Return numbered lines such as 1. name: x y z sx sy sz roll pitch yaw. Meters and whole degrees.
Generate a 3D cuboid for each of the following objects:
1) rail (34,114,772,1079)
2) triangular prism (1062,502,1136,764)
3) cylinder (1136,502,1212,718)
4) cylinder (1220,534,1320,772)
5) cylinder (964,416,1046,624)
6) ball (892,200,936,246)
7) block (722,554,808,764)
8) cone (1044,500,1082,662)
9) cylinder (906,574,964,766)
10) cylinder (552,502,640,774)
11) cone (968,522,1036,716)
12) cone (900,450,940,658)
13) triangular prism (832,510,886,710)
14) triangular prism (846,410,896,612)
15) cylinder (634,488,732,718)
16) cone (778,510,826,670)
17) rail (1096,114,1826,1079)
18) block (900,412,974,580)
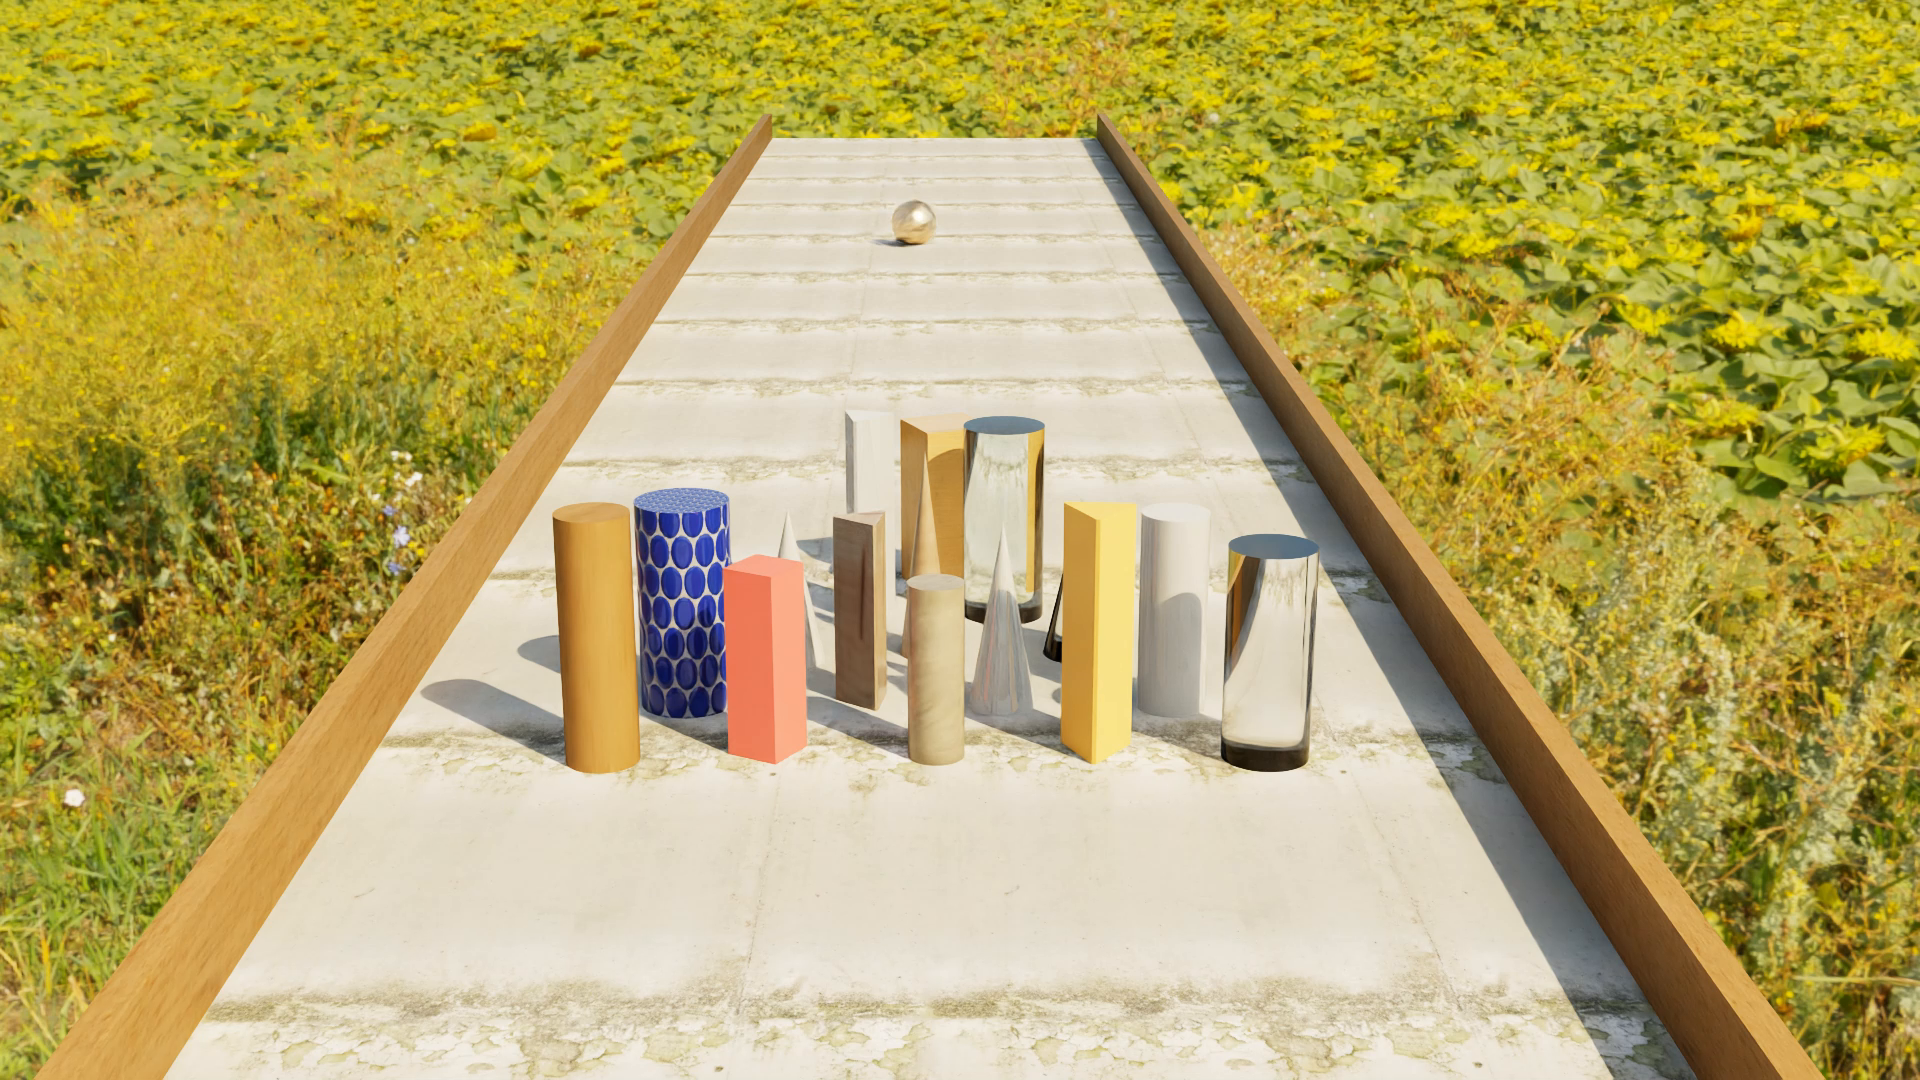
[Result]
1. rail: -1.118 -0.838 7.780 0.050 0.150 12.000 0 17 -1
2. triangular prism: 0.229 0.158 3.904 0.108 0.451 0.124 11 20 34
3. cylinder: 0.399 0.131 4.117 0.129 0.382 0.129 0 17 0
4. cylinder: 0.545 0.198 3.876 0.158 0.390 0.158 0 17 0
5. cylinder: 0.092 -0.042 4.644 0.170 0.412 0.170 0 17 0
6. ball: -0.199 -1.367 9.481 0.196 0.196 0.196 0 17 0
7. block: -0.345 0.211 3.906 0.101 0.348 0.101 9 19 28
8. cone: 0.241 0.072 4.413 0.146 0.326 0.146 0 17 0
9. cylinder: -0.042 0.229 3.887 0.101 0.324 0.101 0 17 0
10. cylinder: -0.635 0.171 3.848 0.132 0.457 0.132 0 17 0
11. cone: 0.080 0.139 4.125 0.127 0.362 0.127 0 17 0
12. cone: -0.069 0.026 4.398 0.104 0.423 0.104 0 17 0
13. triangular prism: -0.170 0.129 4.154 0.102 0.364 0.088 13 21 36
14. triangular prism: -0.209 -0.056 4.653 0.107 0.434 0.092 -15 22 -41
15. cylinder: -0.517 0.117 4.134 0.178 0.398 0.178 0 17 0
16. cone: -0.340 0.088 4.376 0.140 0.316 0.140 0 17 0
17. rail: 0.932 -0.844 7.801 0.050 0.150 12.000 0 17 -1
18. block: -0.032 -0.081 4.858 0.150 0.366 0.150 -7 18 -24
